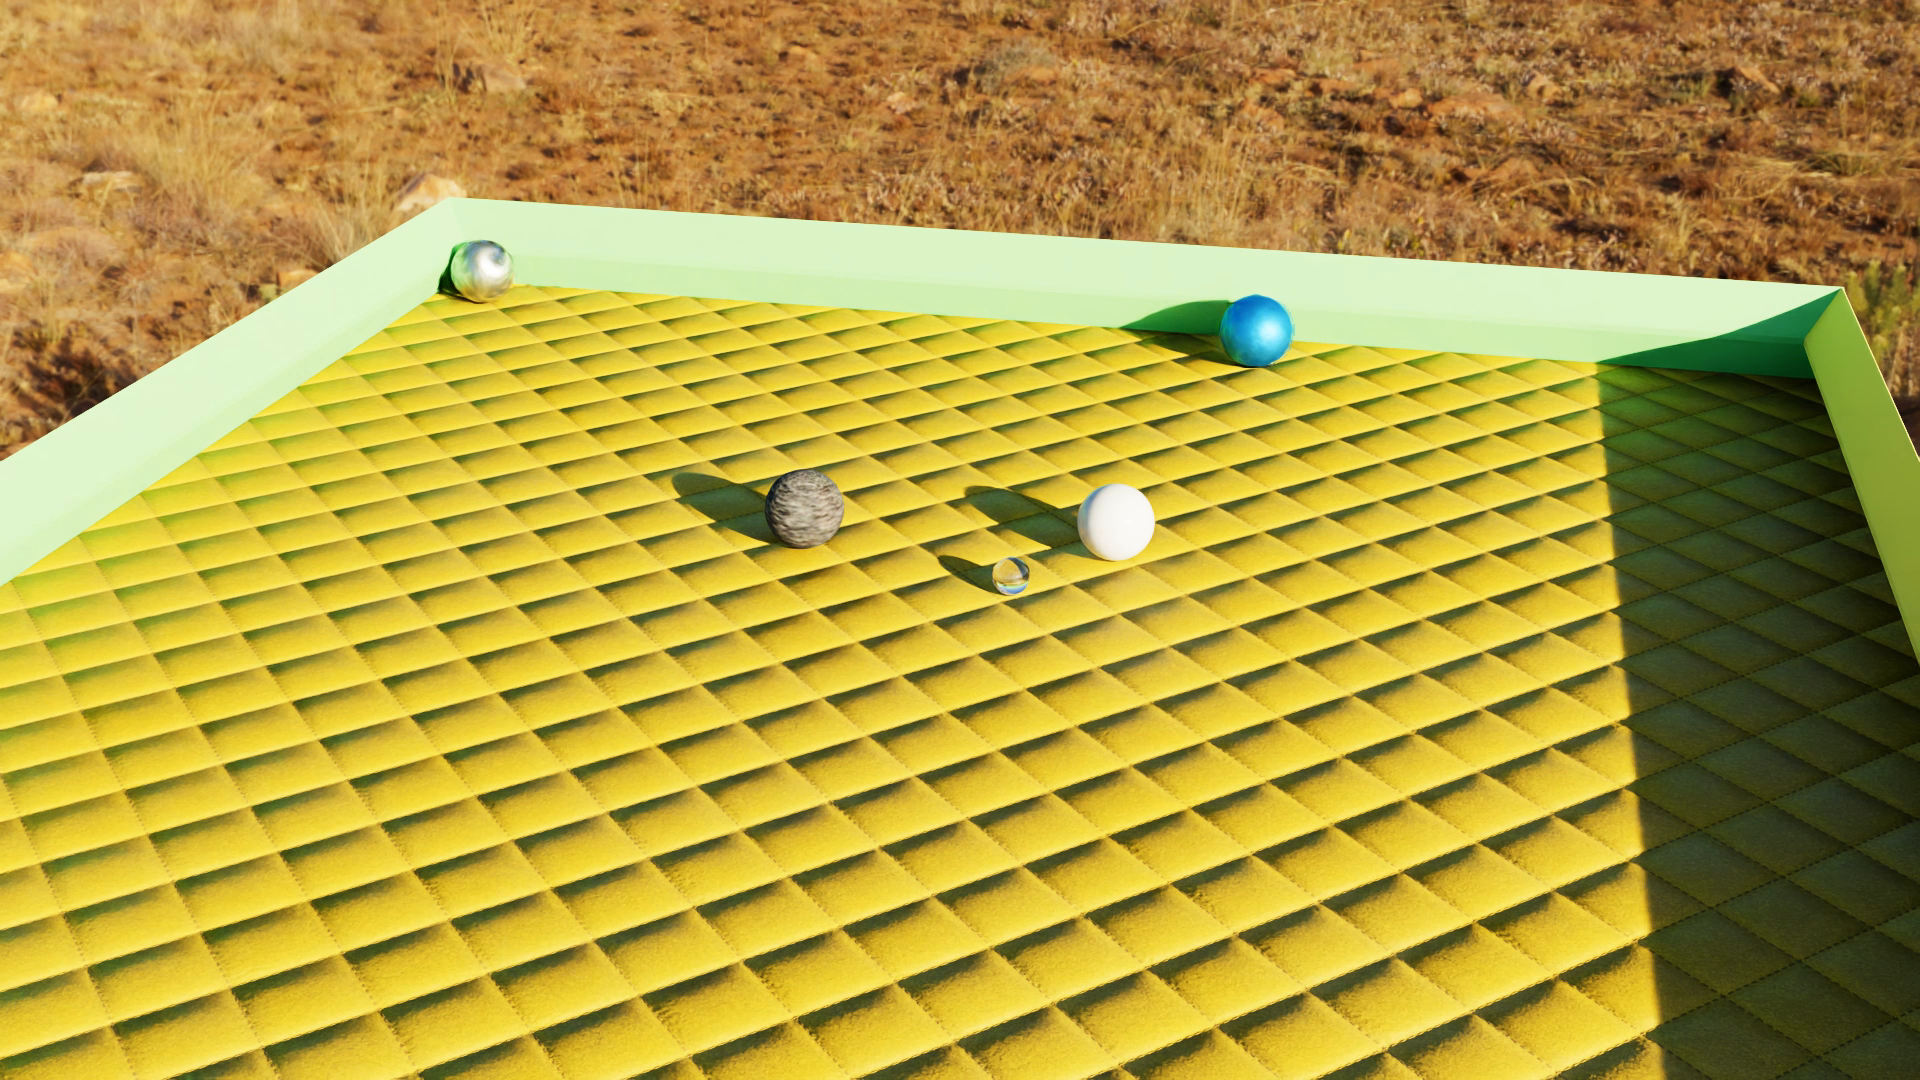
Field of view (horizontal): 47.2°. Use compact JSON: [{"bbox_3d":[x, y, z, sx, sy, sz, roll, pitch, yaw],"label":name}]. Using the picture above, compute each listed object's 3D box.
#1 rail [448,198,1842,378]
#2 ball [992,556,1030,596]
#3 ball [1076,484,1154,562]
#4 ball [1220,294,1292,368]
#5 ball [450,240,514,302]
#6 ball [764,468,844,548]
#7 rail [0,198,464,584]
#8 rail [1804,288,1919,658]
[{"bbox_3d":[0.193,-0.360,3.134,2.003,0.128,0.045,5,25,12],"label":"rail"},{"bbox_3d":[0.055,0.038,2.346,0.041,0.041,0.041,0,24,0],"label":"ball"},{"bbox_3d":[0.172,-0.020,2.422,0.086,0.086,0.086,0,24,0],"label":"ball"},{"bbox_3d":[0.404,-0.286,3.005,0.099,0.099,0.099,0,24,0],"label":"ball"},{"bbox_3d":[-0.710,-0.400,3.269,0.094,0.094,0.094,0,24,0],"label":"ball"},{"bbox_3d":[-0.174,-0.035,2.453,0.089,0.089,0.089,0,24,0],"label":"ball"},{"bbox_3d":[-1.151,0.232,1.801,0.045,0.128,3.498,5,25,12],"label":"rail"},{"bbox_3d":[0.754,0.412,1.395,0.045,0.128,3.498,5,25,12],"label":"rail"}]
